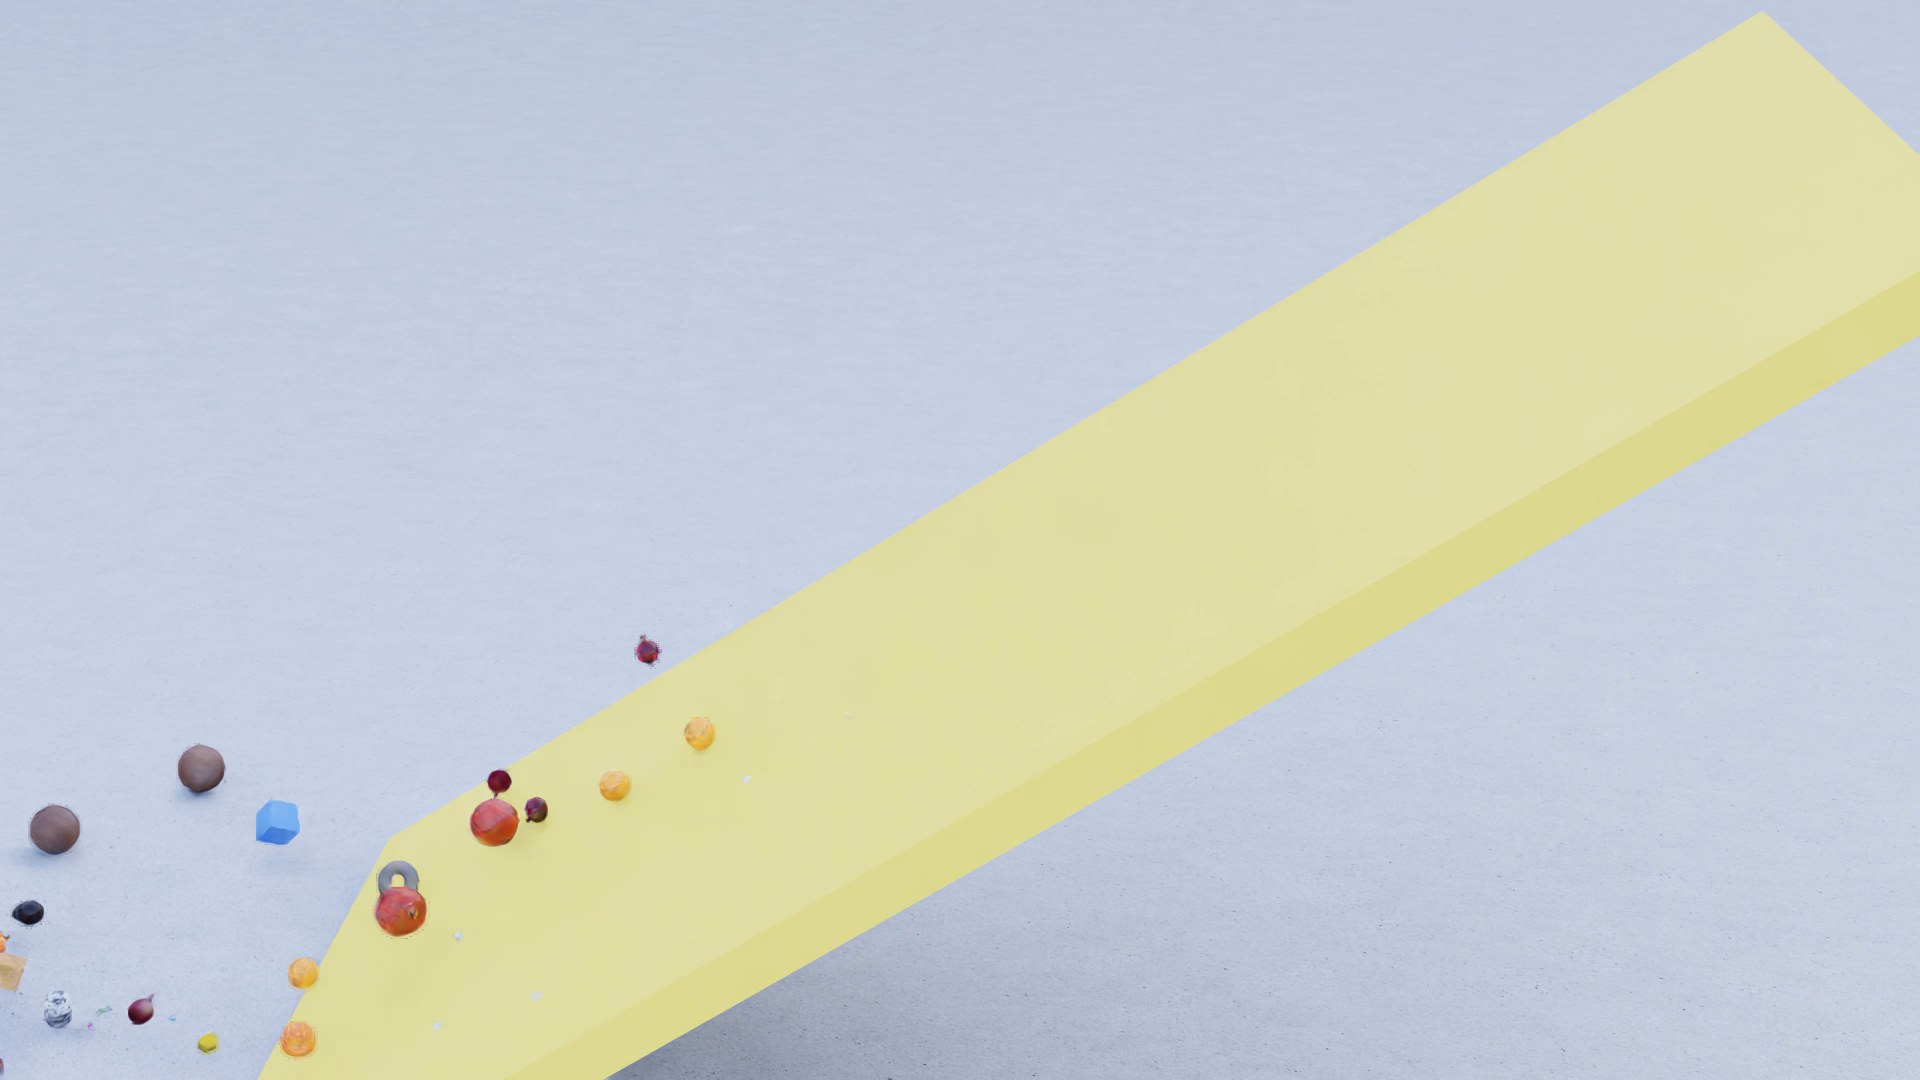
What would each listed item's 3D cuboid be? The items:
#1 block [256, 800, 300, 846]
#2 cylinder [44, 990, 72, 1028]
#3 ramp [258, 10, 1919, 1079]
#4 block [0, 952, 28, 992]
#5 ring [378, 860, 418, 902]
[{"bbox_3d":[-1.799,0.745,7.757,0.082,0.082,0.082,15,50,-33],"label":"block"},{"bbox_3d":[-2.122,1.105,6.920,0.065,0.065,0.065,7,53,-10],"label":"cylinder"},{"bbox_3d":[0.139,0.171,6.296,4.000,0.100,2.000,-31,15,14],"label":"ramp"},{"bbox_3d":[-2.277,1.034,7.041,0.062,0.062,0.062,18,12,-14],"label":"block"},{"bbox_3d":[-1.351,0.821,7.071,0.101,0.101,0.034,2,-13,5],"label":"ring"}]
